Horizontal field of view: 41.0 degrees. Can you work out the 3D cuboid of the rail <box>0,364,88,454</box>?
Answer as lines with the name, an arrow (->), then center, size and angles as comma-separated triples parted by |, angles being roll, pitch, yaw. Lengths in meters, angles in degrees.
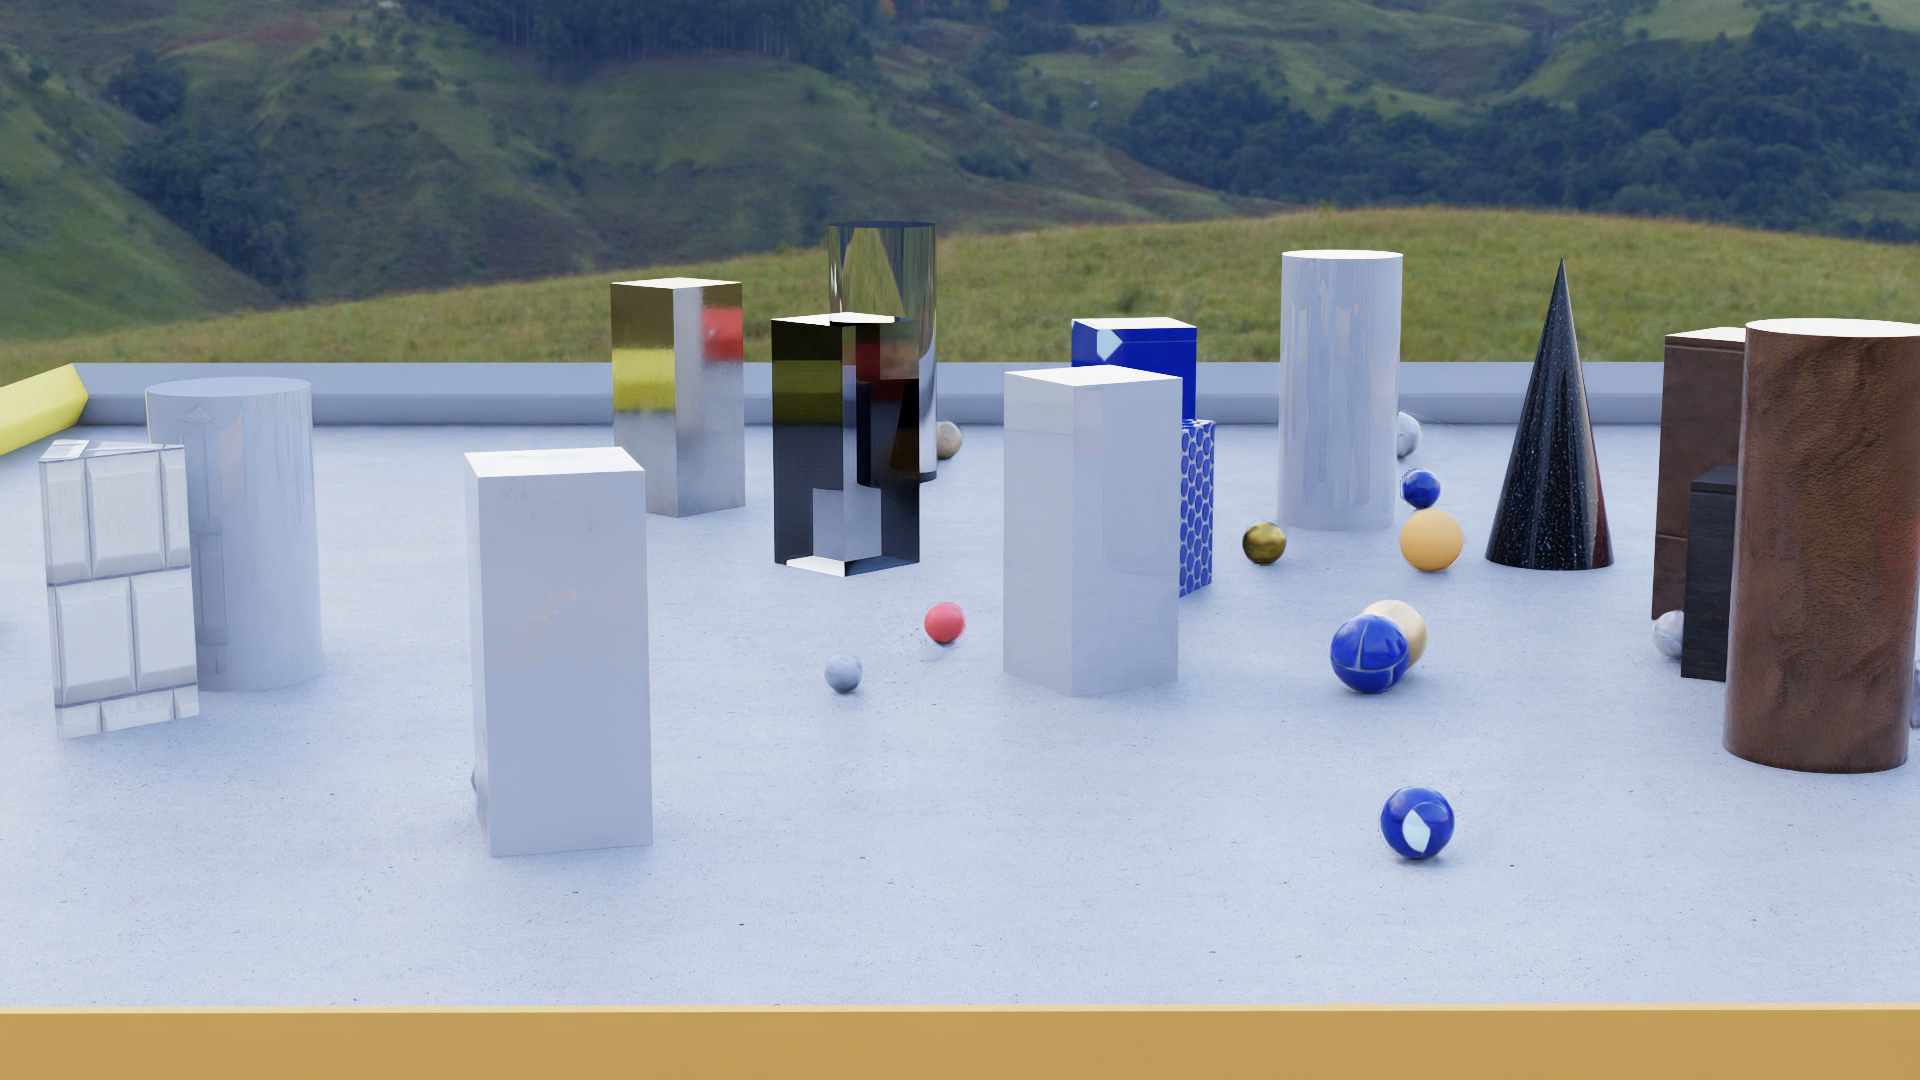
rail -> -1.770, 0.033, 3.439 | 0.045, 0.123, 3.617 | 0, 11, 0

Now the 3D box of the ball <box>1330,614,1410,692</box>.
ball -> 0.478, 0.133, 2.997 | 0.092, 0.092, 0.092 | 0, 11, 0

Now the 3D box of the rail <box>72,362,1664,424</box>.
rail -> -0.010, -0.296, 5.204 | 3.587, 0.123, 0.045 | 0, 11, 0

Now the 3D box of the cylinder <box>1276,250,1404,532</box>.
cylinder -> 0.603, -0.241, 4.088 | 0.189, 0.427, 0.189 | 0, 11, 0

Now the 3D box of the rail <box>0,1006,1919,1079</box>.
rail -> 0.010, 0.359, 1.695 | 3.587, 0.123, 0.045 | 0, 11, 0

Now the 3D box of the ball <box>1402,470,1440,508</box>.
ball -> 0.762, -0.084, 4.236 | 0.064, 0.064, 0.064 | 0, 11, 0

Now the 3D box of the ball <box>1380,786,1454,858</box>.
ball -> 0.423, 0.261, 2.375 | 0.068, 0.068, 0.068 | 0, 11, 0

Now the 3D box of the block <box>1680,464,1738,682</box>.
block -> 0.967, 0.042, 3.085 | 0.151, 0.238, 0.151 | 6, 12, 28

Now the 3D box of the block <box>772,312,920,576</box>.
block -> -0.166, -0.143, 3.747 | 0.151, 0.359, 0.151 | 10, 15, 44

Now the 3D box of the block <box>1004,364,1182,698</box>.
block -> 0.156, -0.015, 3.049 | 0.151, 0.364, 0.151 | -6, 12, -30

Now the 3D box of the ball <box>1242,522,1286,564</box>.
ball -> 0.445, 0.004, 3.760 | 0.064, 0.064, 0.064 | 0, 11, 0

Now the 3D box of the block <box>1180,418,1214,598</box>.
block -> 0.255, -0.047, 3.582 | 0.151, 0.231, 0.151 | 5, 12, 27

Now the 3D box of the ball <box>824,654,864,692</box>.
ball -> -0.136, 0.155, 3.003 | 0.045, 0.045, 0.045 | 0, 11, 0

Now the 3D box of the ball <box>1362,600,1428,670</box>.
ball -> 0.519, 0.117, 3.091 | 0.089, 0.089, 0.089 | 0, 11, 0

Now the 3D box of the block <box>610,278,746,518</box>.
block -> -0.463, -0.237, 4.220 | 0.151, 0.371, 0.151 | 9, 14, 41

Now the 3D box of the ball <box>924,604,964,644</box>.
ball -> -0.020, 0.105, 3.255 | 0.051, 0.051, 0.051 | 0, 11, 0

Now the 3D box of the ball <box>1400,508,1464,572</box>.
ball -> 0.681, 0.000, 3.710 | 0.091, 0.091, 0.091 | 0, 11, 0

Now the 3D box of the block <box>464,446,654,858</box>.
block -> -0.382, 0.102, 2.438 | 0.151, 0.357, 0.151 | -3, 11, -15

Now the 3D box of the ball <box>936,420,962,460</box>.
ball -> -0.031, -0.185, 4.760 | 0.071, 0.071, 0.071 | 0, 11, 0

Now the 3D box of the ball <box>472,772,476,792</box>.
ball -> -0.467, 0.239, 2.561 | 0.042, 0.042, 0.042 | 0, 11, 0

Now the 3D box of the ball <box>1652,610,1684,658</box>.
ball -> 0.887, 0.116, 3.176 | 0.058, 0.058, 0.058 | 0, 11, 0

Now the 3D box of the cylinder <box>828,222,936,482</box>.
cylinder -> -0.136, -0.331, 4.519 | 0.189, 0.446, 0.189 | 0, 11, 0

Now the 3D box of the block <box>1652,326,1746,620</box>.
block -> 1.022, -0.081, 3.364 | 0.151, 0.377, 0.151 | 10, 15, 44

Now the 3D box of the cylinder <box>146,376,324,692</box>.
cylinder -> -0.865, -0.011, 3.067 | 0.189, 0.348, 0.189 | 0, 11, 0

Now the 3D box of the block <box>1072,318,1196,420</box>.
block -> 0.259, -0.156, 3.865 | 0.151, 0.342, 0.151 | -2, 11, -12

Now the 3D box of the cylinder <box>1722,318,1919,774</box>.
cylinder -> 0.916, 0.002, 2.709 | 0.189, 0.454, 0.189 | 0, 11, 0

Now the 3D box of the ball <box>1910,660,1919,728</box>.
ball -> 1.057, 0.171, 2.836 | 0.075, 0.075, 0.075 | 0, 11, 0

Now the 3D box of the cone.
cone -> 0.876, -0.194, 3.772 | 0.189, 0.451, 0.189 | 0, 11, 0

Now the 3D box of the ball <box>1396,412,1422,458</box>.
ball -> 0.817, -0.196, 4.779 | 0.084, 0.084, 0.084 | 0, 11, 0

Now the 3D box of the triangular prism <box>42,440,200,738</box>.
triangular prism -> -0.969, 0.047, 2.873 | 0.164, 0.306, 0.142 | -10, 14, -42
